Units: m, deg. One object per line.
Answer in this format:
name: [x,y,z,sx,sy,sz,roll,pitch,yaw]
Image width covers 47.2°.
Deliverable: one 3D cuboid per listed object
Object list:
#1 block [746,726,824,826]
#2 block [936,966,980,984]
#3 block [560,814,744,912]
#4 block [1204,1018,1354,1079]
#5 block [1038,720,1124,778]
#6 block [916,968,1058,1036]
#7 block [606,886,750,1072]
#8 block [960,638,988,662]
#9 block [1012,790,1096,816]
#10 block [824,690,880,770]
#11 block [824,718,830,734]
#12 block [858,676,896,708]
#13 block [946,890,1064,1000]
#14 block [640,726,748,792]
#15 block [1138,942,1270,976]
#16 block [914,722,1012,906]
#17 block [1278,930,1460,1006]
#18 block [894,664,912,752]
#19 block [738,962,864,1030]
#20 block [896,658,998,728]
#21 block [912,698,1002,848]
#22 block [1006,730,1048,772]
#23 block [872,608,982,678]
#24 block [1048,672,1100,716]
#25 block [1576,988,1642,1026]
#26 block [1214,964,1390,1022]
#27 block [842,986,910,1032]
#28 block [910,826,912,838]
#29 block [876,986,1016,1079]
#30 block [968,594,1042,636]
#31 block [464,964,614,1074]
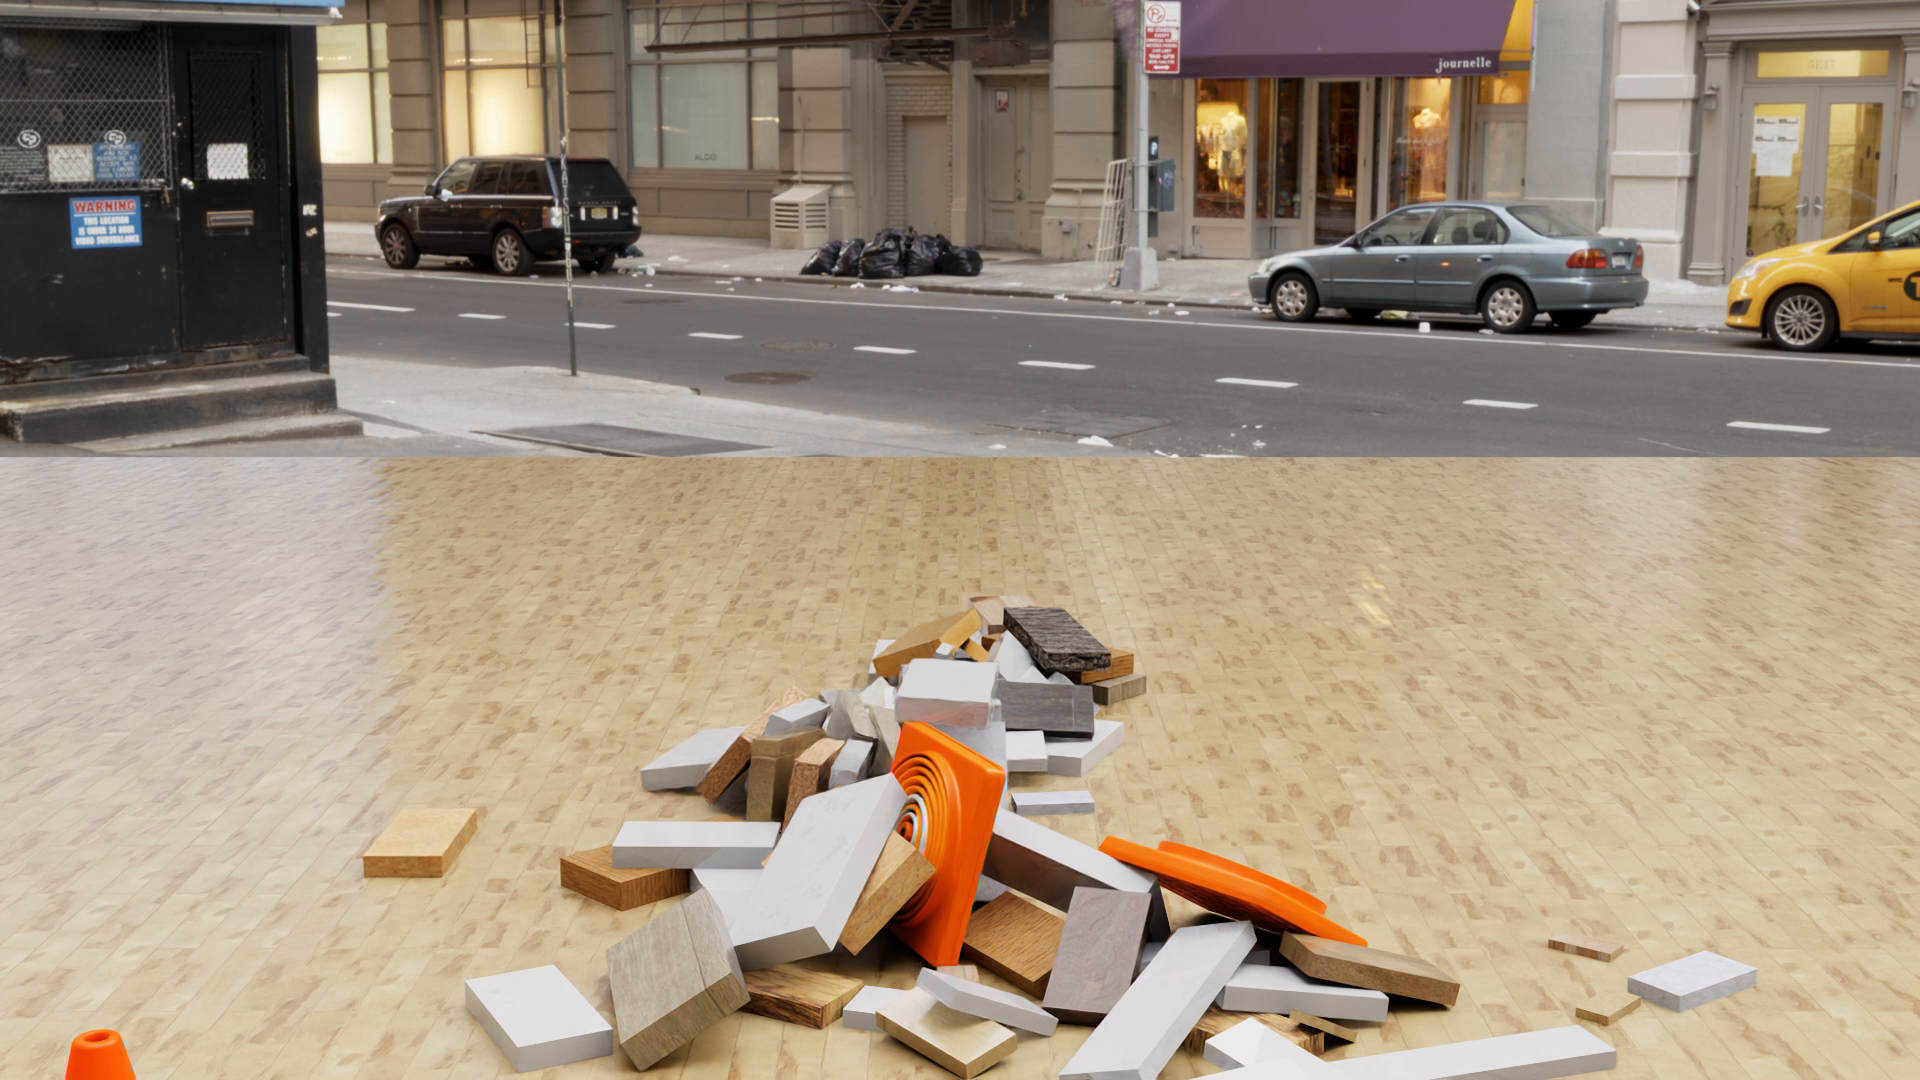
block: [-0.312,0.426,3.954,0.045,0.158,0.317,4,0,12]
block: [-0.001,0.659,3.252,0.058,0.017,0.117,-1,11,-5]
block: [-0.487,0.548,3.760,0.347,0.049,0.174,-10,14,-43]
block: [0.417,0.690,2.865,0.091,0.026,0.183,-15,28,-40]
block: [0.224,0.419,4.479,0.143,0.040,0.285,4,11,21]
block: [0.038,0.647,3.075,0.186,0.026,0.093,24,-3,-33]
block: [-0.408,0.620,3.142,0.176,0.050,0.352,-33,15,-5]
block: [0.077,0.291,4.981,0.114,0.032,0.228,44,-3,-16]
block: [0.174,0.494,4.129,0.148,0.021,0.074,-1,11,-7]
block: [-0.219,0.406,4.205,0.045,0.159,0.319,17,7,-11]
block: [-0.227,0.398,4.563,0.105,0.030,0.210,18,16,21]
block: [-0.184,0.338,4.462,0.019,0.067,0.133,-32,5,47]
block: [0.095,0.612,3.336,0.121,0.034,0.242,-30,24,-25]
block: [-0.500,0.428,4.354,0.149,0.042,0.298,-7,8,18]
block: [0.329,0.631,3.301,0.242,0.034,0.121,-2,1,-12]
block: [0.004,0.453,3.642,0.149,0.299,0.042,-1,-19,-3]
block: [0.596,0.623,3.205,0.234,0.033,0.117,14,4,-14]
block: [-0.101,0.364,4.333,0.034,0.118,0.237,5,32,-8]
block: [-0.269,0.657,3.216,0.234,0.033,0.117,6,12,29]
block: [-0.019,0.254,3.695,0.149,0.042,0.299,4,9,3]
block: [-0.006,0.423,3.749,0.149,0.299,0.042,-1,9,-3]
block: [0.123,0.415,4.329,0.089,0.025,0.177,-1,13,-1]
block: [-0.072,0.235,5.044,0.166,0.047,0.332,-18,5,17]
block: [0.242,0.331,4.707,0.103,0.029,0.207,42,-3,-2]
block: [0.937,0.674,3.177,0.050,0.014,0.101,10,14,42]
block: [0.477,0.646,3.153,0.242,0.034,0.121,7,5,-11]
block: [-0.064,0.675,3.136,0.186,0.026,0.093,3,11,17]
block: [-0.067,0.496,3.882,0.021,0.075,0.150,10,1,-6]
block: [-0.020,0.676,3.033,0.093,0.026,0.186,-22,29,-38]
block: [0.123,0.194,5.423,0.163,0.046,0.326,-2,11,-8]
block: [-0.598,0.674,3.111,0.134,0.038,0.267,-5,12,-27]
